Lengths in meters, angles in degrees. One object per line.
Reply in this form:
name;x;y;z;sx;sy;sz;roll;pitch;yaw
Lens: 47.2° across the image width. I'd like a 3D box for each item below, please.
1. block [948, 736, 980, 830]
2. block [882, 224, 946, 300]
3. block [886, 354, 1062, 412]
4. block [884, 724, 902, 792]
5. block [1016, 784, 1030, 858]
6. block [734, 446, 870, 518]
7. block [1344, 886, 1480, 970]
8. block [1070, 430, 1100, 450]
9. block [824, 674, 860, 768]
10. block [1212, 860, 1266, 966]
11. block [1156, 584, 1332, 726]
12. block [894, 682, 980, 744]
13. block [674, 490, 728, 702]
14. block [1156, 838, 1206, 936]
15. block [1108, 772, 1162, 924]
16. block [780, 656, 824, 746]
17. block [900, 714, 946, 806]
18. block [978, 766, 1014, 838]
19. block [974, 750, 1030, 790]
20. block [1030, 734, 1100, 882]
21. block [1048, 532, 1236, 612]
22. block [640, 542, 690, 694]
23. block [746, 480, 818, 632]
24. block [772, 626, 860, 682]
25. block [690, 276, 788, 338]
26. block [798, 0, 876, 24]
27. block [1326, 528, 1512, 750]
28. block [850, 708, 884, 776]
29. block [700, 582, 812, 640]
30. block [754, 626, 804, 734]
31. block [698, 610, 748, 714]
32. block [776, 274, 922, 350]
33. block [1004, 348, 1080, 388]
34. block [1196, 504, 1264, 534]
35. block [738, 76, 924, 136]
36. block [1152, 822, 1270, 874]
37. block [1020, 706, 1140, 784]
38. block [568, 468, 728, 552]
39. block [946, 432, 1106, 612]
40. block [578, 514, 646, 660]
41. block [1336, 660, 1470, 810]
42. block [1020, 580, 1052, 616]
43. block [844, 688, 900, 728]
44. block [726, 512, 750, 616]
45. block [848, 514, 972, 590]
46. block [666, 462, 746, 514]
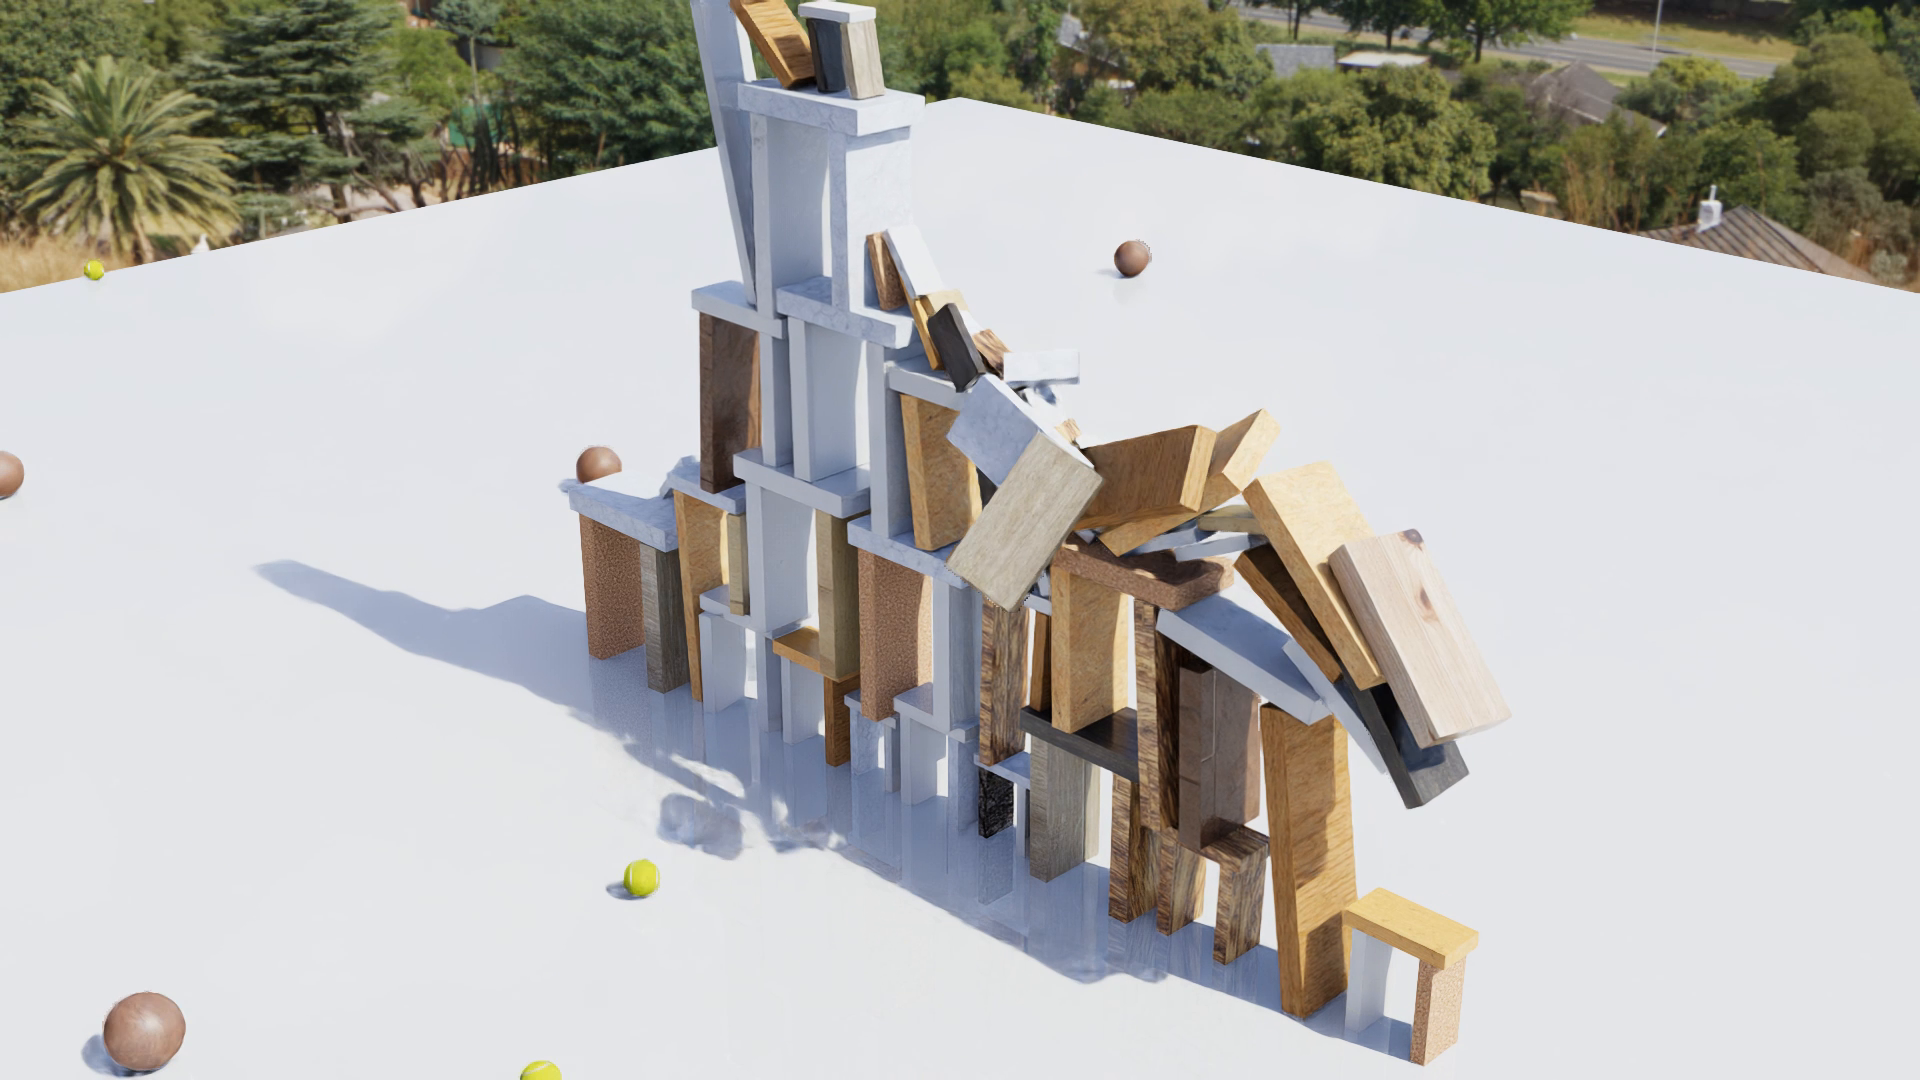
block;0.022;0.469;4.395;0.102;0.203;0.029;-21;31;-41
block;-0.086;-0.520;4.114;0.072;0.144;0.020;-14;-16;-39
block;0.024;-0.286;4.081;0.303;0.043;0.152;21;31;40
block;-0.120;0.437;4.534;0.022;0.154;0.077;21;31;41
block;0.146;0.536;4.298;0.022;0.156;0.078;21;31;41
block;-0.291;-0.132;4.479;0.166;0.047;0.332;-21;31;-41
block;0.755;0.649;3.683;0.200;0.028;0.100;21;31;41
block;0.246;-0.140;3.952;0.054;0.107;0.015;-28;-4;-44
block;-0.237;0.366;4.634;0.029;0.206;0.103;21;31;41
block;0.504;0.656;3.957;0.100;0.201;0.028;-21;32;-41
block;0.519;0.186;3.748;0.170;0.048;0.340;-21;41;-40
block;-0.026;0.343;4.394;0.102;0.029;0.203;-21;31;-41
block;-0.558;0.110;4.866;0.033;0.496;0.115;17;28;42
block;0.410;0.619;4.045;0.100;0.201;0.028;-21;32;-41
block;0.346;0.546;4.085;0.043;0.303;0.152;21;31;41
block;-0.334;0.328;4.724;0.029;0.206;0.103;21;31;41
block;-0.074;0.432;4.483;0.029;0.203;0.102;21;31;41
block;0.072;0.507;4.366;0.022;0.156;0.078;21;31;41
block;0.109;0.440;4.298;0.156;0.022;0.078;21;31;40
block;0.202;0.490;4.217;0.043;0.303;0.152;21;31;41
block;0.310;0.037;3.900;0.321;0.046;0.161;21;31;41
block;-0.630;0.150;4.953;0.050;0.356;0.178;18;29;36
block;-0.367;0.013;4.624;0.047;0.332;0.166;20;30;39
block;-0.287;0.239;4.633;0.206;0.029;0.103;21;31;40
block;-0.401;-0.472;4.451;0.280;0.040;0.140;22;31;40
block;-0.229;-0.978;4.069;0.136;0.019;0.068;19;29;38
block;0.723;0.152;3.467;0.169;0.048;0.338;-10;68;-36
block;-0.193;0.409;4.600;0.077;0.154;0.022;-21;31;-41
block;-0.444;0.148;4.772;0.233;0.033;0.117;20;30;39
block;-0.386;0.293;4.773;0.033;0.233;0.117;21;31;41
block;-0.522;0.254;4.864;0.033;0.233;0.117;14;27;30
block;-0.180;-0.445;4.235;0.336;0.048;0.168;21;31;41
block;0.147;-0.308;3.948;0.134;0.019;0.067;-3;55;7
block;0.491;-0.035;3.679;0.090;0.025;0.179;-17;13;-35
block;-0.245;-0.824;4.142;0.337;0.048;0.169;21;31;41
block;0.456;0.532;3.954;0.100;0.028;0.201;-21;31;-40
block;0.272;0.358;4.085;0.152;0.043;0.303;-21;31;-40
block;-0.702;-0.069;4.950;0.178;0.050;0.355;-21;31;-40
block;0.113;-0.031;3.739;0.138;0.276;0.039;37;7;13
block;-0.786;0.085;5.107;0.050;0.355;0.178;21;31;41
block;0.715;0.286;3.544;0.131;0.263;0.037;-24;-1;-39
block;0.137;0.088;4.109;0.203;0.029;0.101;20;30;41
block;-0.158;0.342;4.533;0.154;0.022;0.077;21;31;41
block;-0.452;0.034;4.704;0.033;0.230;0.115;10;25;23
block;-0.054;0.007;4.286;0.315;0.045;0.157;21;31;40
block;-0.513;-0.116;4.721;0.229;0.033;0.115;21;31;40
